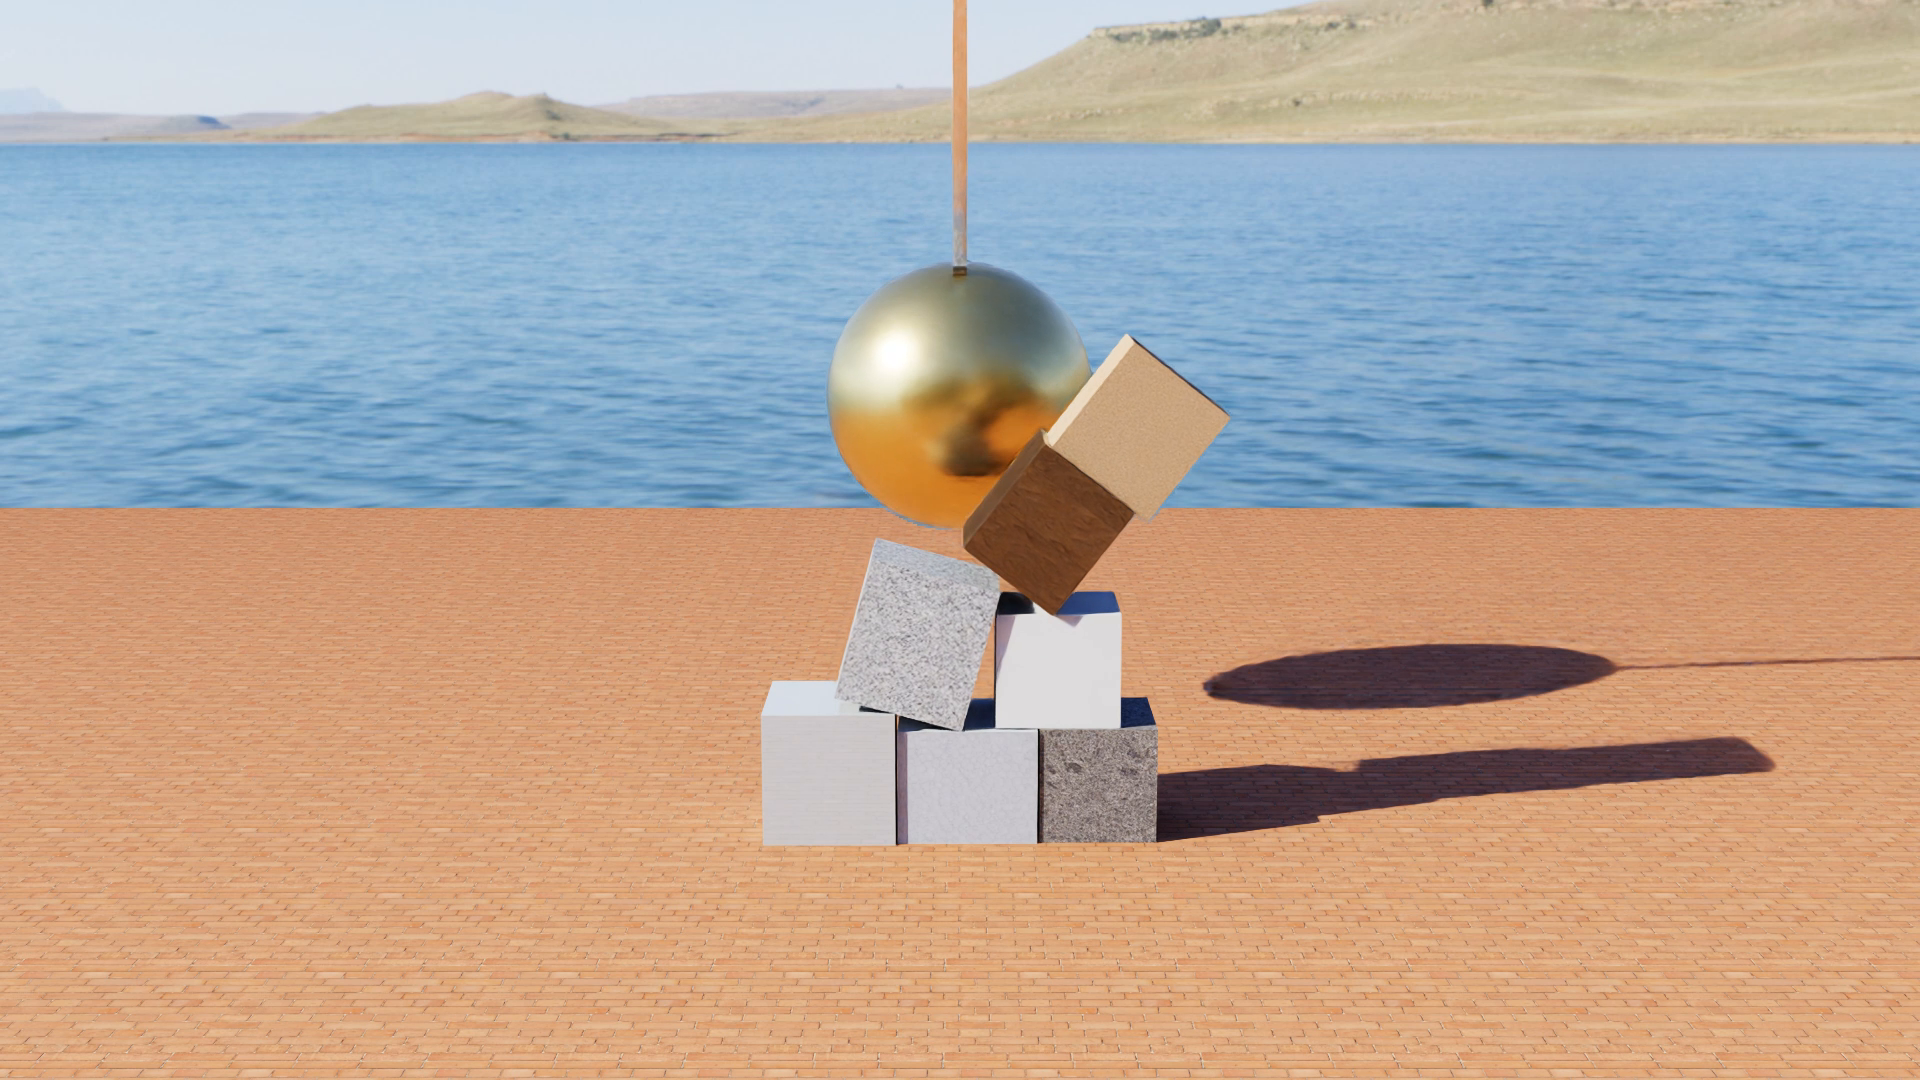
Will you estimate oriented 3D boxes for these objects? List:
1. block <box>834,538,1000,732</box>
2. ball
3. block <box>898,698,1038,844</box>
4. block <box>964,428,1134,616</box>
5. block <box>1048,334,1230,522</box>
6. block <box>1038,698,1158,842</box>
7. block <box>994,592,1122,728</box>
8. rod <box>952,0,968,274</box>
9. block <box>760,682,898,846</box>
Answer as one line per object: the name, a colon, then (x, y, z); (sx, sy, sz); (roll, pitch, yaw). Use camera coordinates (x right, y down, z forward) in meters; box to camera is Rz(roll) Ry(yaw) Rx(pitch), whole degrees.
block: (-0.216, 0.473, 11.233); (0.660, 0.731, 0.603); (15, 10, -3)
ball: (0.000, -0.863, 13.132); (1.600, 1.600, 1.600); (0, 10, 0)
block: (0.038, 1.188, 11.401); (0.705, 0.584, 0.677); (0, 10, 0)
block: (0.439, -0.102, 11.152); (0.563, 0.655, 0.655); (37, 8, -6)
block: (0.888, -0.573, 11.050); (0.605, 0.655, 0.532); (37, 8, -6)
block: (0.697, 1.184, 11.404); (0.593, 0.591, 0.658); (0, 10, 0)
block: (0.493, 0.608, 11.287); (0.625, 0.584, 0.579); (0, 10, 0)
rod: (0.000, -3.792, 11.405); (0.080, 5.200, 0.080); (0, 31, 0)
block: (-0.659, 1.144, 11.384); (0.668, 0.675, 0.710); (0, 10, 0)
